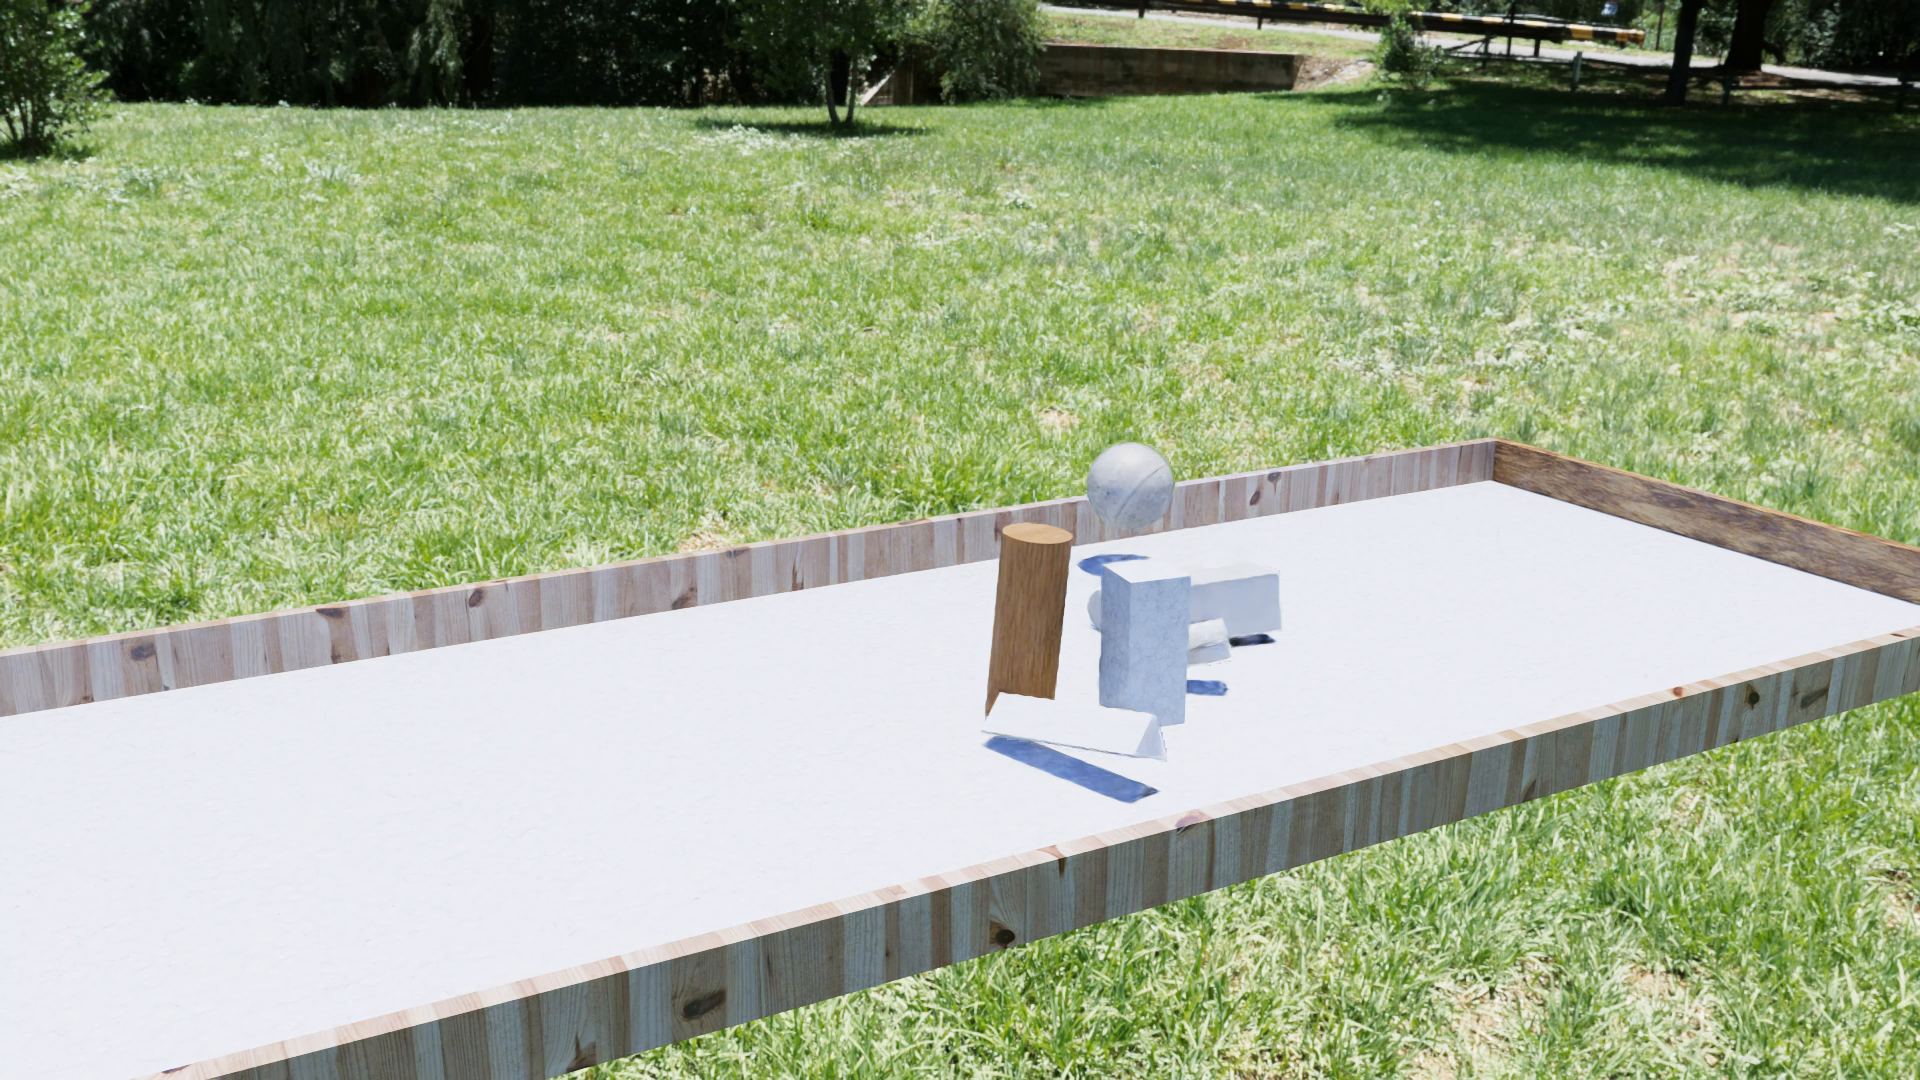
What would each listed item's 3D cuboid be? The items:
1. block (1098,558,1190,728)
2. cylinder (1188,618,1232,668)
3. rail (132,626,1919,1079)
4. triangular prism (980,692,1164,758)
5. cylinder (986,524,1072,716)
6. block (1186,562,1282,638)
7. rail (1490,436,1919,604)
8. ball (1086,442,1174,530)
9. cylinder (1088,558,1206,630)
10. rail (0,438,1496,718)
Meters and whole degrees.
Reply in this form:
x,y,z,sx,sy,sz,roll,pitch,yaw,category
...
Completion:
x,y,z,sx,sy,sz,roll,pitch,yaw,category
0.431,0.245,3.875,0.152,0.365,0.152,-6,17,-19,block
0.511,0.275,4.094,0.311,0.102,0.102,-13,14,12,cylinder
-2.336,1.006,1.665,12.000,0.150,0.050,-9,18,-27,rail
0.247,0.404,3.631,0.445,0.092,0.107,3,-5,45,triangular prism
0.159,0.199,3.859,0.162,0.450,0.162,5,16,-1,cylinder
0.637,0.177,4.414,0.404,0.156,0.156,-7,11,-15,block
2.466,-0.048,5.253,0.050,0.150,2.100,-9,18,-27,rail
0.517,-0.163,5.010,0.266,0.266,0.266,0,16,0,ball
0.531,0.151,4.626,0.121,0.121,0.408,14,22,40,cylinder
-3.305,0.497,3.399,12.000,0.150,0.050,-9,18,-27,rail
